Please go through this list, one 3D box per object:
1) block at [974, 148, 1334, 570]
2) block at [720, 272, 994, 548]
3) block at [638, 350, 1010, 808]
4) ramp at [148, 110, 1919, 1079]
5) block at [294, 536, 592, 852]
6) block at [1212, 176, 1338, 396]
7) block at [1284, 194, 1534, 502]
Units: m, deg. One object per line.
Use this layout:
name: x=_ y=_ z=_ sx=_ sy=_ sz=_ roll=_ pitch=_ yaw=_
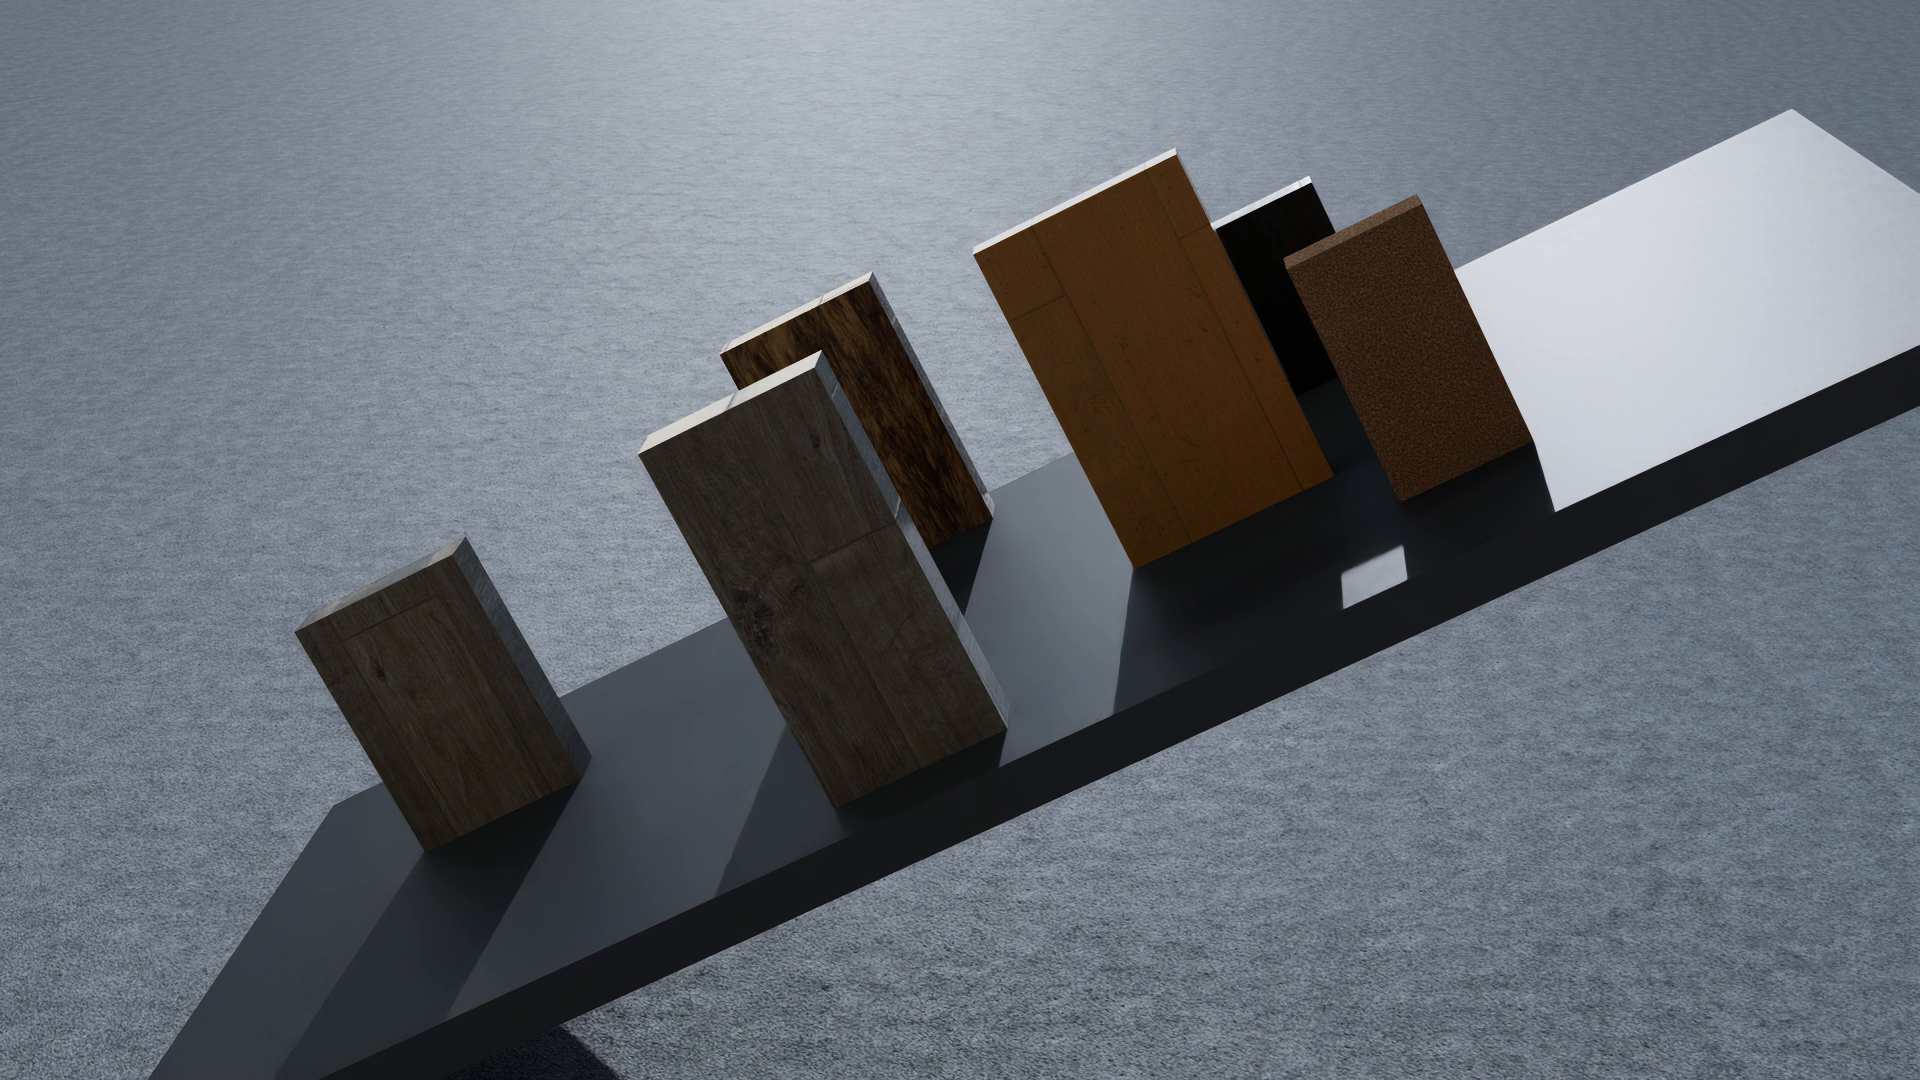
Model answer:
block: x=0.394 y=-0.361 z=5.949 sx=0.449 sy=0.733 sz=0.081 roll=-25 pitch=14 yaw=10
block: x=-0.241 y=-0.260 z=7.004 sx=0.397 sy=0.641 sz=0.111 roll=-25 pitch=14 yaw=10
block: x=-0.247 y=0.078 z=5.496 sx=0.366 sy=0.773 sz=0.138 roll=-25 pitch=14 yaw=10
ramp: x=0.139 y=0.168 z=6.281 sx=4.000 sy=0.100 sz=2.000 roll=-25 pitch=14 yaw=10
block: x=-1.166 y=0.352 z=6.664 sx=0.411 sy=0.589 sz=0.141 roll=-25 pitch=14 yaw=10
block: x=0.696 y=-0.535 z=6.648 sx=0.410 sy=0.429 sz=0.083 roll=-25 pitch=14 yaw=10
block: x=0.847 y=-0.361 z=5.559 sx=0.276 sy=0.504 sz=0.105 roll=-25 pitch=14 yaw=10
